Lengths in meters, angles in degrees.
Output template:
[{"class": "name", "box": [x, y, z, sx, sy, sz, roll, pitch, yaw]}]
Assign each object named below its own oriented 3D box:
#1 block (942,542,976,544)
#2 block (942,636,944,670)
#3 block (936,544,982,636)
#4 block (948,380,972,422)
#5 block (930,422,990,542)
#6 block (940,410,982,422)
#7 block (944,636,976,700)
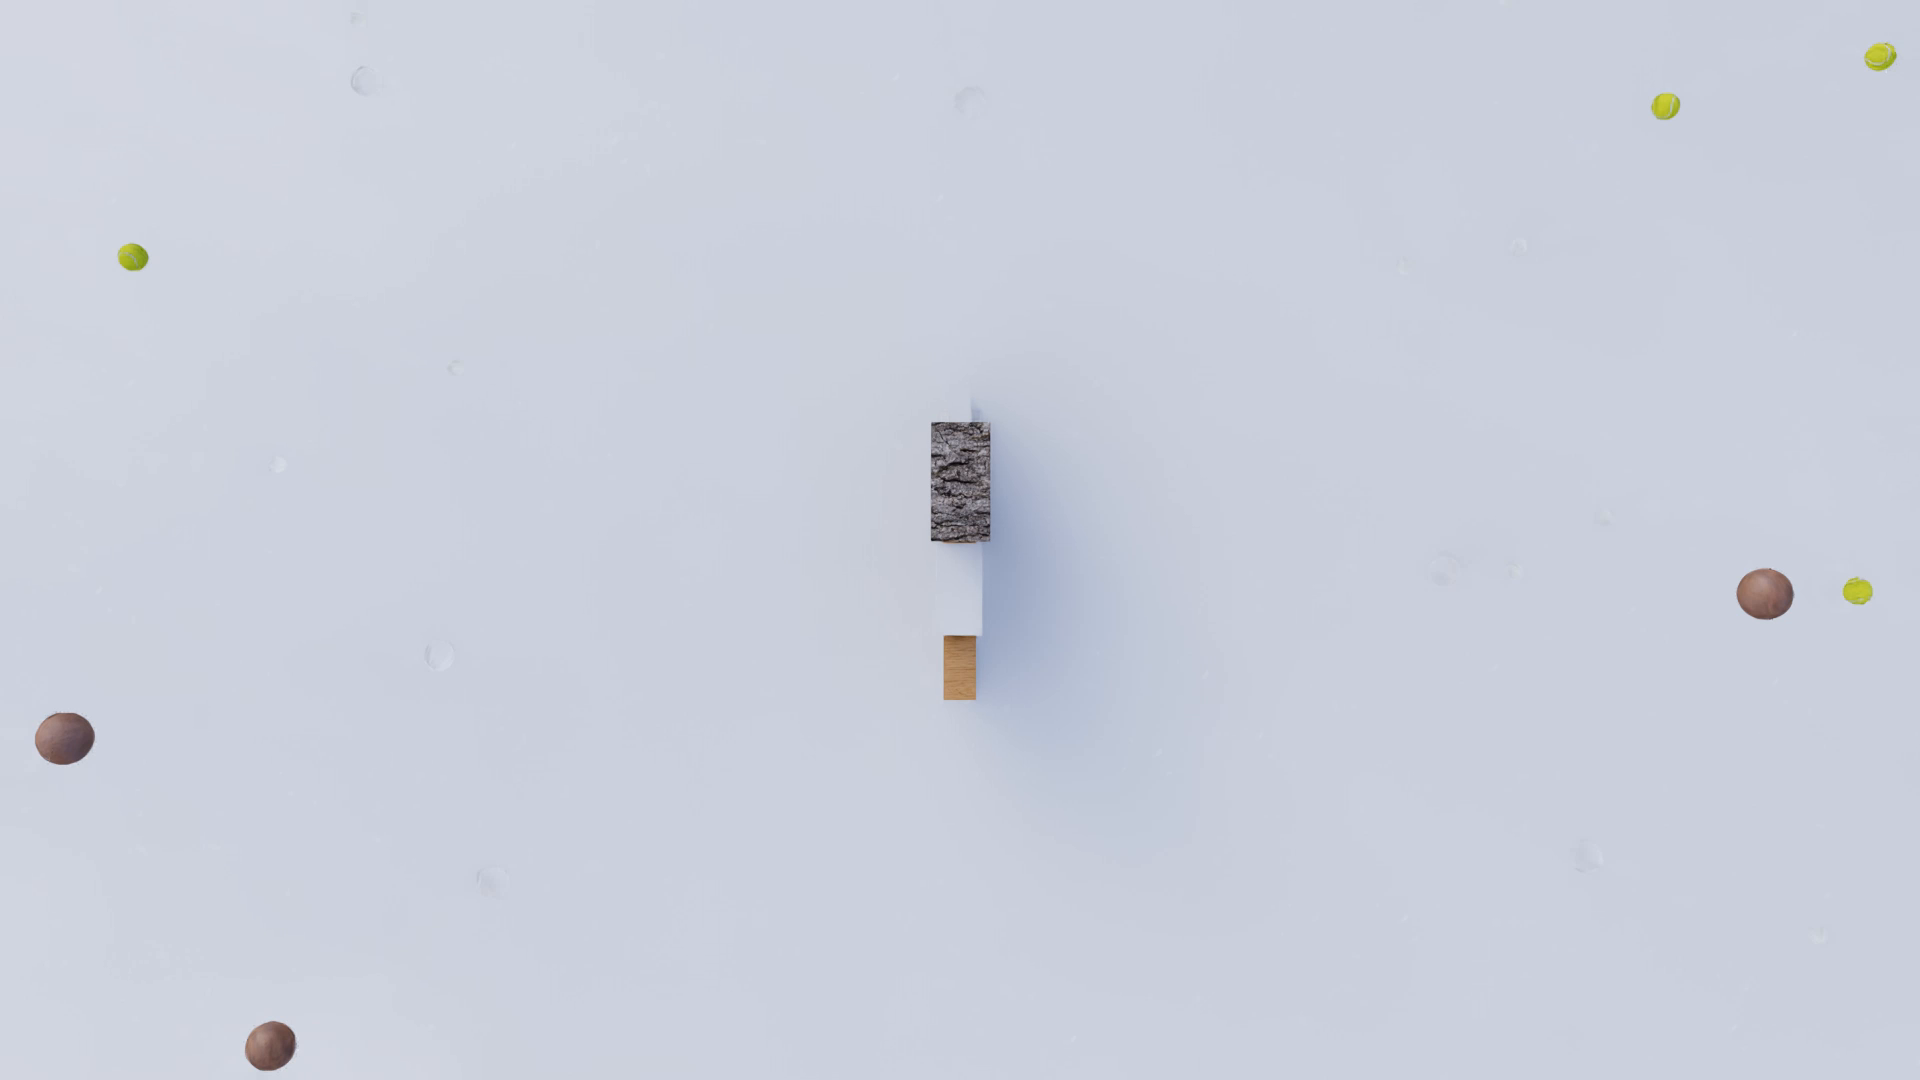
[{"class": "block", "box": [-0.002, 0.084, 5.269, 0.108, 0.031, 0.216, 0, 90, 0]}, {"class": "block", "box": [-0.001, 0.304, 5.271, 0.107, 0.030, 0.214, 0, 90, 0]}, {"class": "block", "box": [-0.002, 0.147, 4.958, 0.138, 0.039, 0.275, 0, 90, 0]}, {"class": "block", "box": [-0.001, -0.418, 5.054, 0.070, 0.020, 0.139, 0, 90, 0]}, {"class": "block", "box": [0.002, -0.169, 4.830, 0.174, 0.049, 0.348, 0, 90, 0]}, {"class": "block", "box": [0.002, -0.282, 5.221, 0.130, 0.037, 0.260, 0, 90, 0]}, {"class": "block", "box": [-0.001, 0.389, 5.043, 0.099, 0.028, 0.198, 0, 90, 0]}]
